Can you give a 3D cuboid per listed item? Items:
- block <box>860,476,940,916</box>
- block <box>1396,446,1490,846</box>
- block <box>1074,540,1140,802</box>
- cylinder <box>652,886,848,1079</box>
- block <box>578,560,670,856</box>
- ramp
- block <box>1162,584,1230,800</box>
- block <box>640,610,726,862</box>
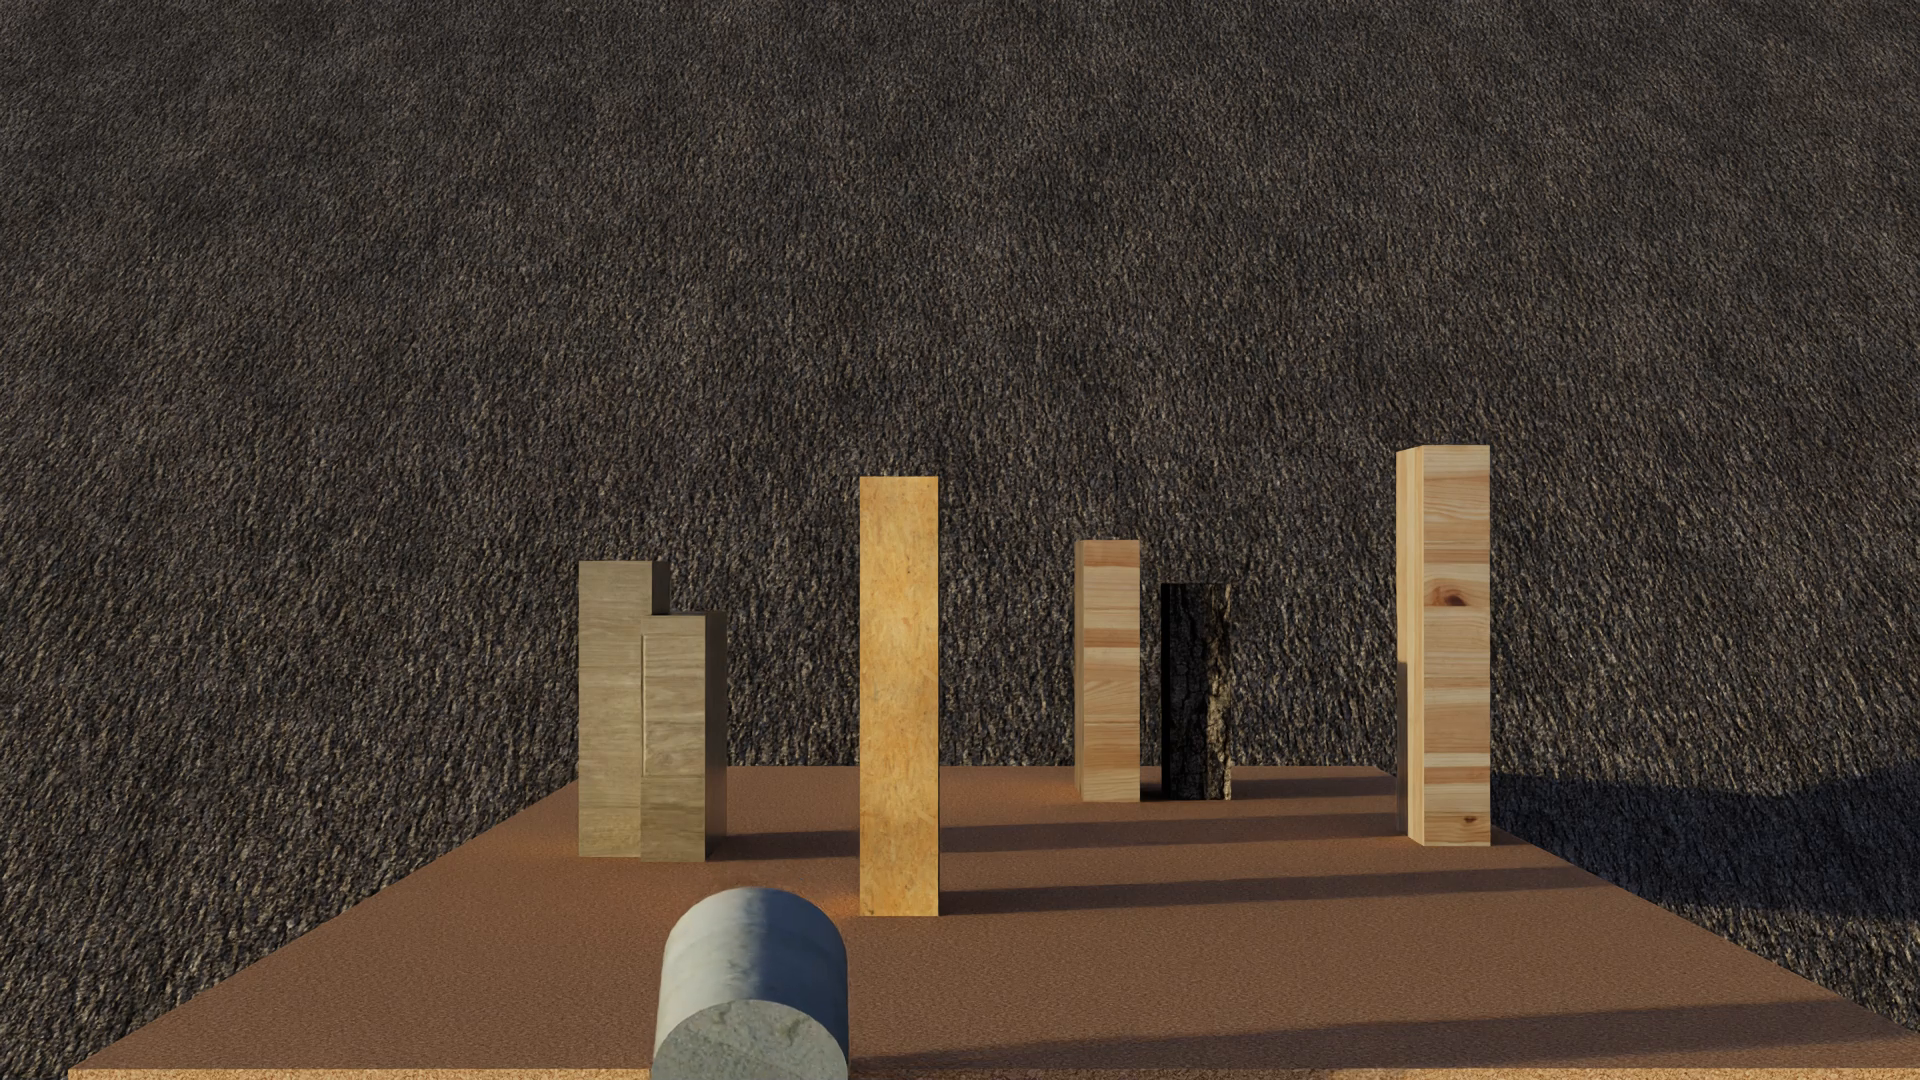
[{"bbox_3d":[-0.091,0.234,3.991,0.117,0.656,0.249,0,0,0],"label":"block"},{"bbox_3d":[0.923,0.198,4.958,0.123,0.744,0.296,0,0,0],"label":"block"},{"bbox_3d":[0.333,0.290,5.917,0.123,0.576,0.448,0,0,0],"label":"block"},{"bbox_3d":[-0.209,0.485,2.616,0.192,0.192,0.192,-1,26,-2],"label":"cylinder"},{"bbox_3d":[-0.618,0.304,4.788,0.130,0.530,0.293,0,0,0],"label":"block"},{"bbox_3d":[0.070,0.618,4.697,2.000,0.100,4.000,0,0,0],"label":"ramp"},{"bbox_3d":[0.533,0.338,5.866,0.135,0.479,0.245,0,0,0],"label":"block"},{"bbox_3d":[-0.506,0.352,4.777,0.114,0.434,0.429,0,0,0],"label":"block"}]
